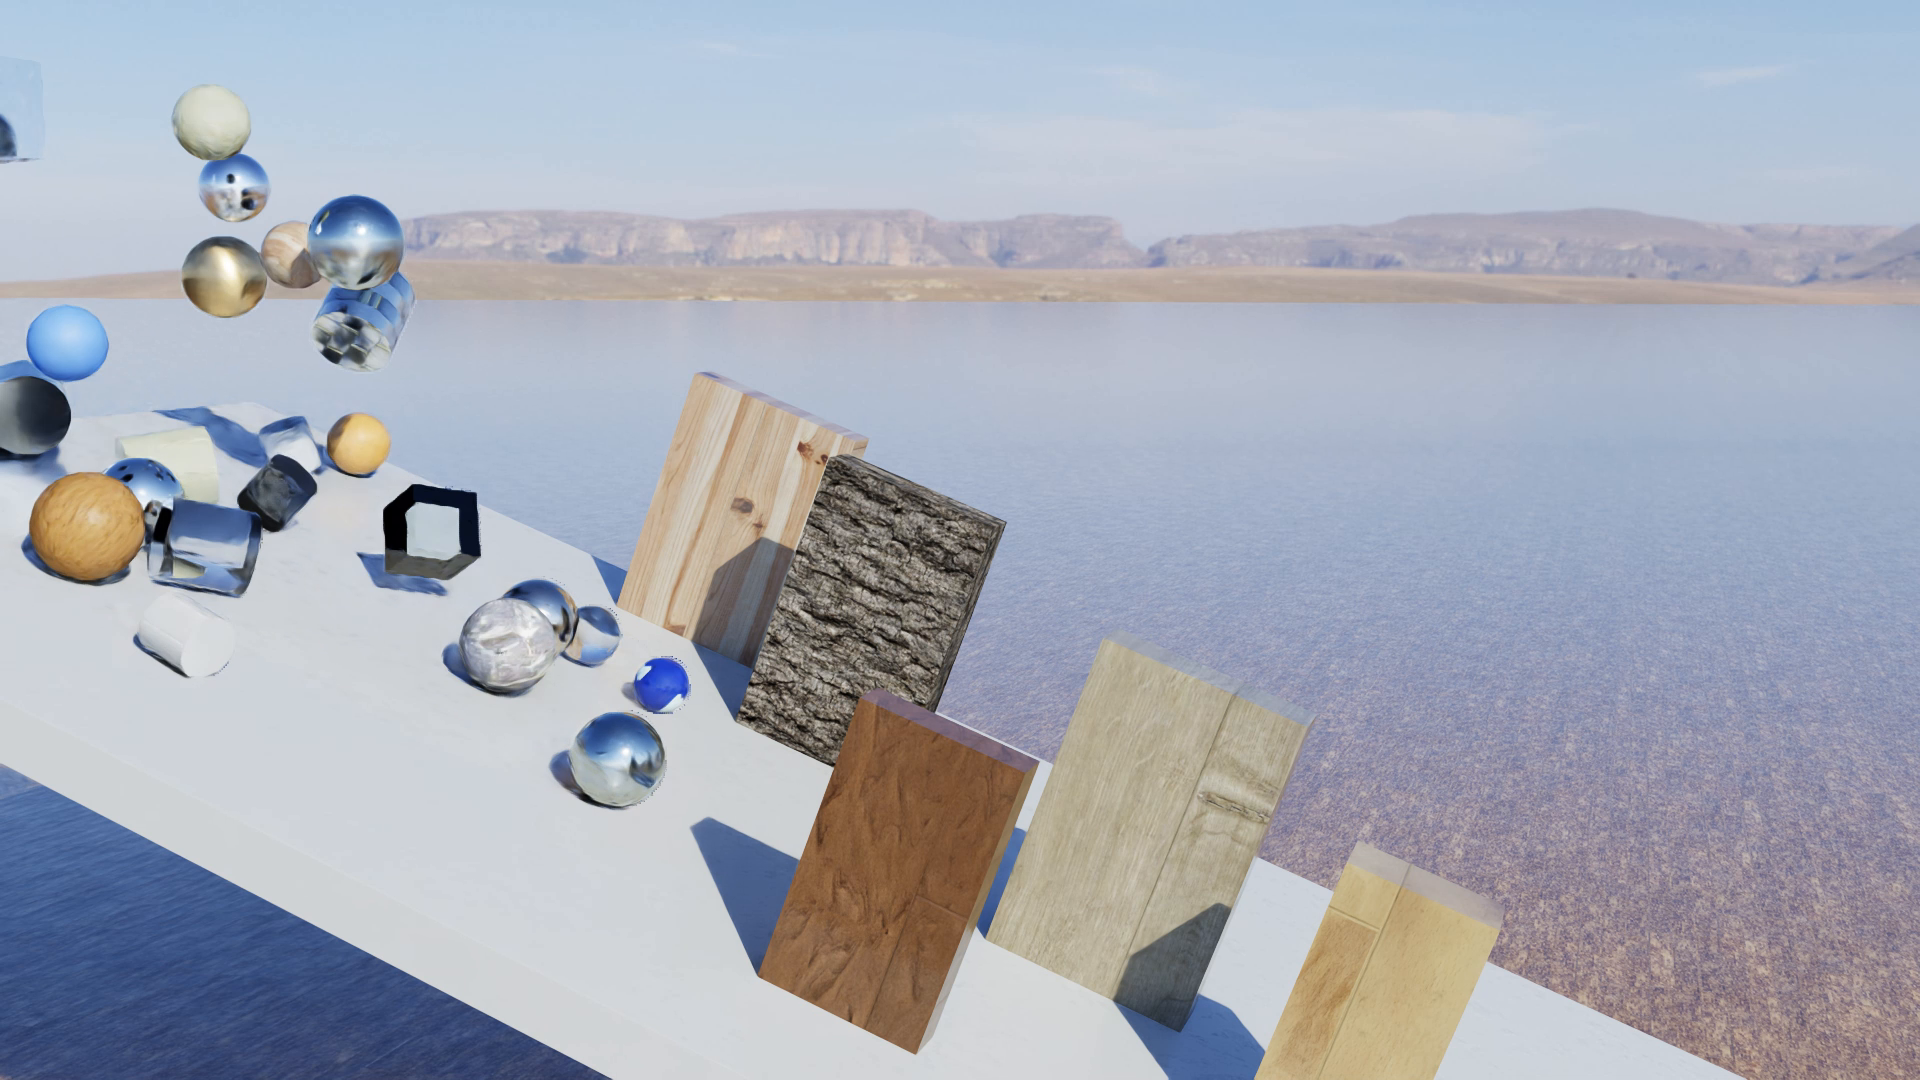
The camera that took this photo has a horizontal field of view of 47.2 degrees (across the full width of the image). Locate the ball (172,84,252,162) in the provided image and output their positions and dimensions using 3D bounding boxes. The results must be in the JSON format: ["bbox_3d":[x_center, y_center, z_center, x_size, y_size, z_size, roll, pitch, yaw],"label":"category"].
[{"bbox_3d":[-1.488,-0.830,4.374,0.152,0.152,0.152,0,7,0],"label":"ball"}]

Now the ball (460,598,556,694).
[{"bbox_3d":[-0.877,0.205,4.264,0.185,0.185,0.185,0,7,0],"label":"ball"}]

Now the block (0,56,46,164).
[{"bbox_3d":[-1.965,-0.853,4.360,0.194,0.194,0.194,1,5,26],"label":"block"}]

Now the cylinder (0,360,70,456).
[{"bbox_3d":[-1.960,-0.278,4.613,0.167,0.167,0.167,-3,17,-24],"label":"cylinder"}]

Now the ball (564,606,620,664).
[{"bbox_3d":[-0.772,0.198,4.595,0.125,0.125,0.125,0,7,0],"label":"ball"}]

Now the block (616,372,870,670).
[{"bbox_3d":[-0.496,-0.037,4.986,0.408,0.576,0.093,23,13,13],"label":"block"}]

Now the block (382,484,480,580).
[{"bbox_3d":[-1.094,-0.015,4.552,0.143,0.143,0.143,9,-26,-38],"label":"block"}]

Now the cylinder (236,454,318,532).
[{"bbox_3d":[-1.451,-0.099,4.673,0.117,0.117,0.117,-43,-4,14],"label":"cylinder"}]

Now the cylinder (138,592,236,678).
[{"bbox_3d":[-1.351,0.166,3.843,0.114,0.114,0.114,27,19,25],"label":"cylinder"}]

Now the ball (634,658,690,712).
[{"bbox_3d":[-0.607,0.295,4.474,0.113,0.113,0.113,0,7,0],"label":"ball"}]

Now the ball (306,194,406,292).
[{"bbox_3d":[-1.209,-0.595,4.404,0.191,0.191,0.191,0,7,0],"label":"ball"}]

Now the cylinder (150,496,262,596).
[{"bbox_3d":[-1.450,0.012,4.224,0.165,0.165,0.165,13,0,-30],"label":"cylinder"}]

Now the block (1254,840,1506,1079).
[{"bbox_3d":[0.635,0.772,3.462,0.247,0.521,0.137,23,13,13],"label":"block"}]

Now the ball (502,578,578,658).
[{"bbox_3d":[-0.864,0.163,4.486,0.169,0.169,0.169,0,7,0],"label":"ball"}]

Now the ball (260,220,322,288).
[{"bbox_3d":[-1.389,-0.596,4.595,0.141,0.141,0.141,0,7,0],"label":"ball"}]

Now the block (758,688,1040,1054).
[{"bbox_3d":[-0.099,0.518,3.447,0.284,0.493,0.085,23,13,13],"label":"block"}]

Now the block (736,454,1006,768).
[{"bbox_3d":[-0.187,0.172,4.532,0.371,0.599,0.103,23,13,13],"label":"block"}]

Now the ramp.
[{"bbox_3d":[-0.322,0.581,4.204,4.000,0.100,2.000,23,13,13],"label":"ramp"}]

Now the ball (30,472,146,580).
[{"bbox_3d":[-1.607,-0.026,4.053,0.200,0.200,0.200,0,7,0],"label":"ball"}]

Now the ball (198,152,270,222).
[{"bbox_3d":[-1.539,-0.748,4.664,0.147,0.147,0.147,0,7,0],"label":"ball"}]

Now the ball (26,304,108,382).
[{"bbox_3d":[-1.663,-0.366,4.097,0.143,0.143,0.143,0,7,0],"label":"ball"}]

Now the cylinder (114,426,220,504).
[{"bbox_3d":[-1.619,-0.140,4.489,0.166,0.166,0.166,-11,11,-29],"label":"cylinder"}]

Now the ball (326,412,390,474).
[{"bbox_3d":[-1.449,-0.232,5.298,0.151,0.151,0.151,0,7,0],"label":"ball"}]

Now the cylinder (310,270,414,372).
[{"bbox_3d":[-1.288,-0.486,4.746,0.174,0.174,0.174,1,49,11],"label":"cylinder"}]

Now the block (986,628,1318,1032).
[{"bbox_3d":[0.335,0.513,3.906,0.384,0.600,0.115,23,13,13],"label":"block"}]

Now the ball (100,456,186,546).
[{"bbox_3d":[-1.609,-0.075,4.308,0.176,0.176,0.176,0,7,0],"label":"ball"}]

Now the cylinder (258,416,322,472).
[{"bbox_3d":[-1.541,-0.213,5.061,0.111,0.111,0.111,-11,21,4],"label":"cylinder"}]

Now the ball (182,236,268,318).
[{"bbox_3d":[-1.609,-0.576,4.811,0.179,0.179,0.179,0,7,0],"label":"ball"}]

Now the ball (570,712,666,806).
[{"bbox_3d":[-0.611,0.391,3.928,0.169,0.169,0.169,0,7,0],"label":"ball"}]
